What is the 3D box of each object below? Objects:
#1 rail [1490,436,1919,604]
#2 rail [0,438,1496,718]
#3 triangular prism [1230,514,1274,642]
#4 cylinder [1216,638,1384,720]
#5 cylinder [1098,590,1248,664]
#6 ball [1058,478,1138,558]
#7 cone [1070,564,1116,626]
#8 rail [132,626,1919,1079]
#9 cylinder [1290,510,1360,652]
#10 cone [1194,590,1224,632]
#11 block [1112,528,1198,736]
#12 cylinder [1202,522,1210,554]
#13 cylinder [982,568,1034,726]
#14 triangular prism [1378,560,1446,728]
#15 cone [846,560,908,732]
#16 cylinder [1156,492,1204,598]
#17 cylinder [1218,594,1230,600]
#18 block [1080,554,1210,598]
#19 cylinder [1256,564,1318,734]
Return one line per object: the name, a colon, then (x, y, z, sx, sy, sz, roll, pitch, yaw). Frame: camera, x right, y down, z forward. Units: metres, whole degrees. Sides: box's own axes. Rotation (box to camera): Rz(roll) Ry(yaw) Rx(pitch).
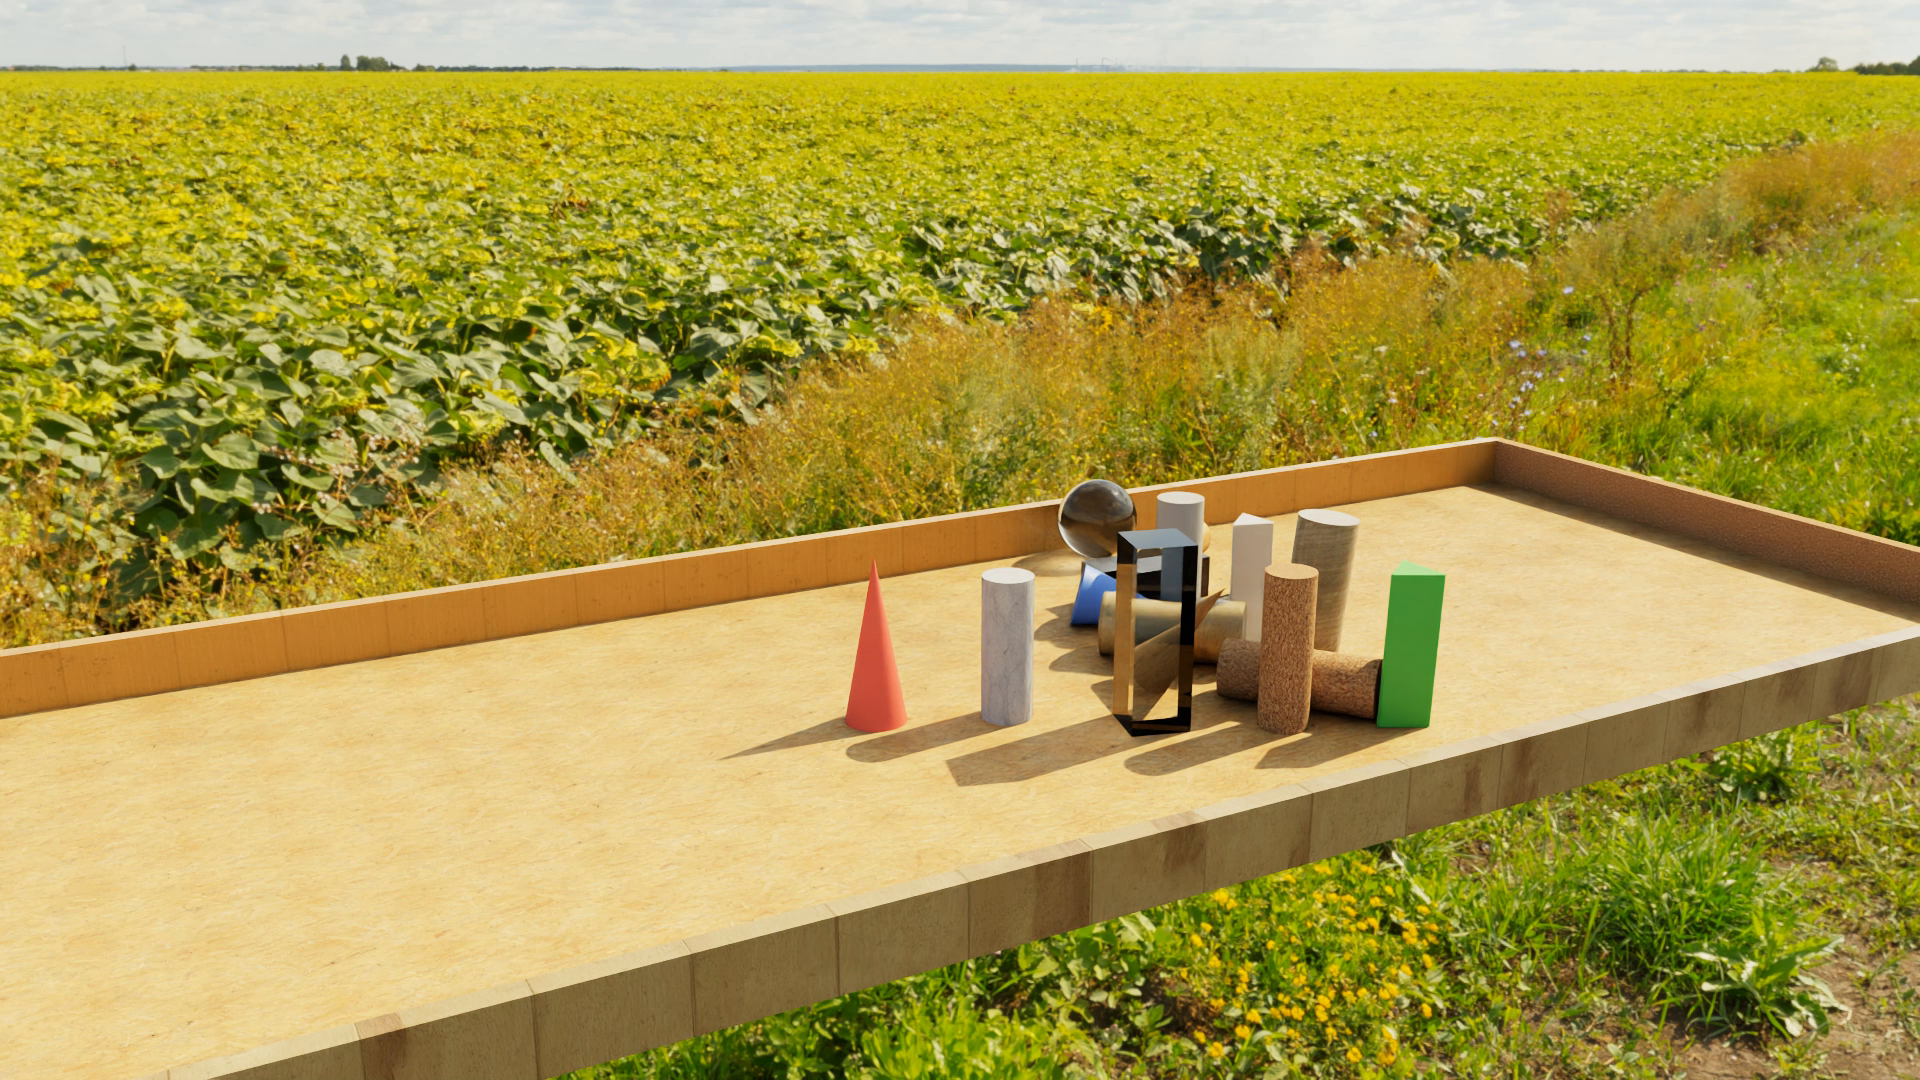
rail: (2.466, -0.048, 5.253, 0.050, 0.150, 2.100, -9, 18, -27)
rail: (-3.305, 0.497, 3.399, 12.000, 0.150, 0.050, -9, 18, -27)
triangular prism: (0.754, 0.109, 4.351, 0.108, 0.350, 0.093, -3, 19, -7)
cylinder: (0.818, 0.332, 3.970, 0.374, 0.144, 0.144, 7, 18, 22)
cylinder: (0.553, 0.229, 4.281, 0.365, 0.167, 0.167, 4, 17, 14)
ball: (0.428, -0.067, 5.145, 0.247, 0.247, 0.247, 0, 16, 0)
cone: (0.506, 0.195, 4.542, 0.371, 0.172, 0.172, 14, 17, 2)
rail: (-2.336, 1.006, 1.665, 12.000, 0.150, 0.050, -9, 18, -27)
cylinder: (0.884, 0.146, 4.091, 0.150, 0.420, 0.150, 5, 15, -1)
cone: (0.544, 0.212, 4.041, 0.134, 0.330, 0.134, 26, 39, -23)
block: (0.450, 0.214, 3.825, 0.143, 0.452, 0.143, -4, 17, -12)
cylinder: (0.640, 0.027, 5.027, 0.131, 0.131, 0.333, 9, 19, 29)
cylinder: (0.112, 0.250, 3.881, 0.123, 0.351, 0.123, 0, 16, 0)
triangular prism: (1.039, 0.243, 3.858, 0.124, 0.375, 0.107, 0, 17, -3)
cone: (-0.198, 0.231, 3.848, 0.148, 0.407, 0.148, 0, 16, 0)
cylinder: (0.607, 0.048, 4.580, 0.130, 0.344, 0.130, 0, 16, 0)
cylinder: (0.762, 0.194, 4.510, 0.394, 0.104, 0.104, -12, 20, -35)
block: (0.535, 0.112, 4.761, 0.358, 0.120, 0.120, -8, 18, -24)
cylinder: (0.758, 0.252, 3.823, 0.120, 0.379, 0.120, 0, 16, 0)
